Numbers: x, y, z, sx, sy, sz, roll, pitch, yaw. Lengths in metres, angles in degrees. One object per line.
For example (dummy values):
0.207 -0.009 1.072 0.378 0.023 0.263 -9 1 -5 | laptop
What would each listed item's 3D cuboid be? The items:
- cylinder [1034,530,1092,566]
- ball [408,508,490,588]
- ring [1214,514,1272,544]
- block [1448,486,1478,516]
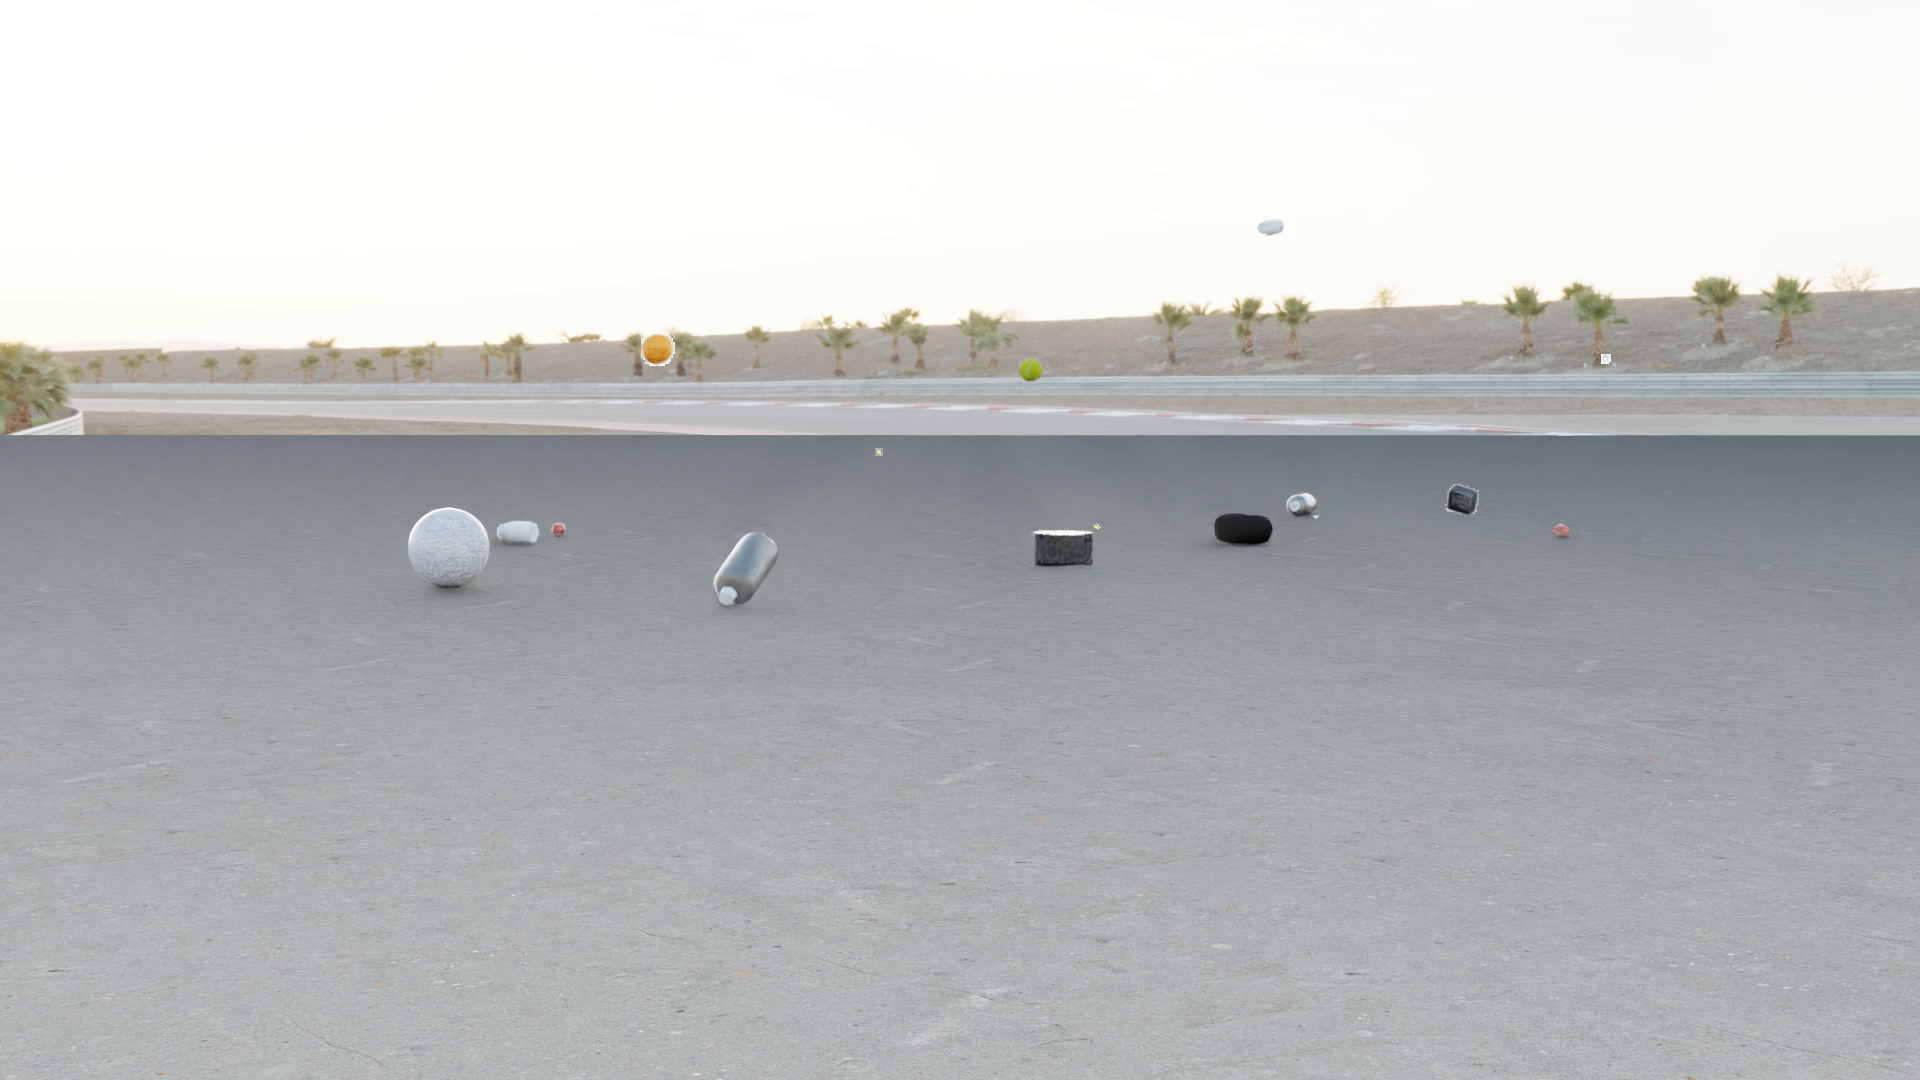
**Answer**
0.266 0.021 5.647 0.149 0.080 0.152 -1 4 -20 | cylinder
-1.157 0.017 4.980 0.180 0.180 0.180 0 4 0 | ball
0.833 -0.033 6.470 0.166 0.078 0.268 1 3 -4 | ring
1.796 -0.143 7.859 0.084 0.072 0.050 21 38 30 | block
